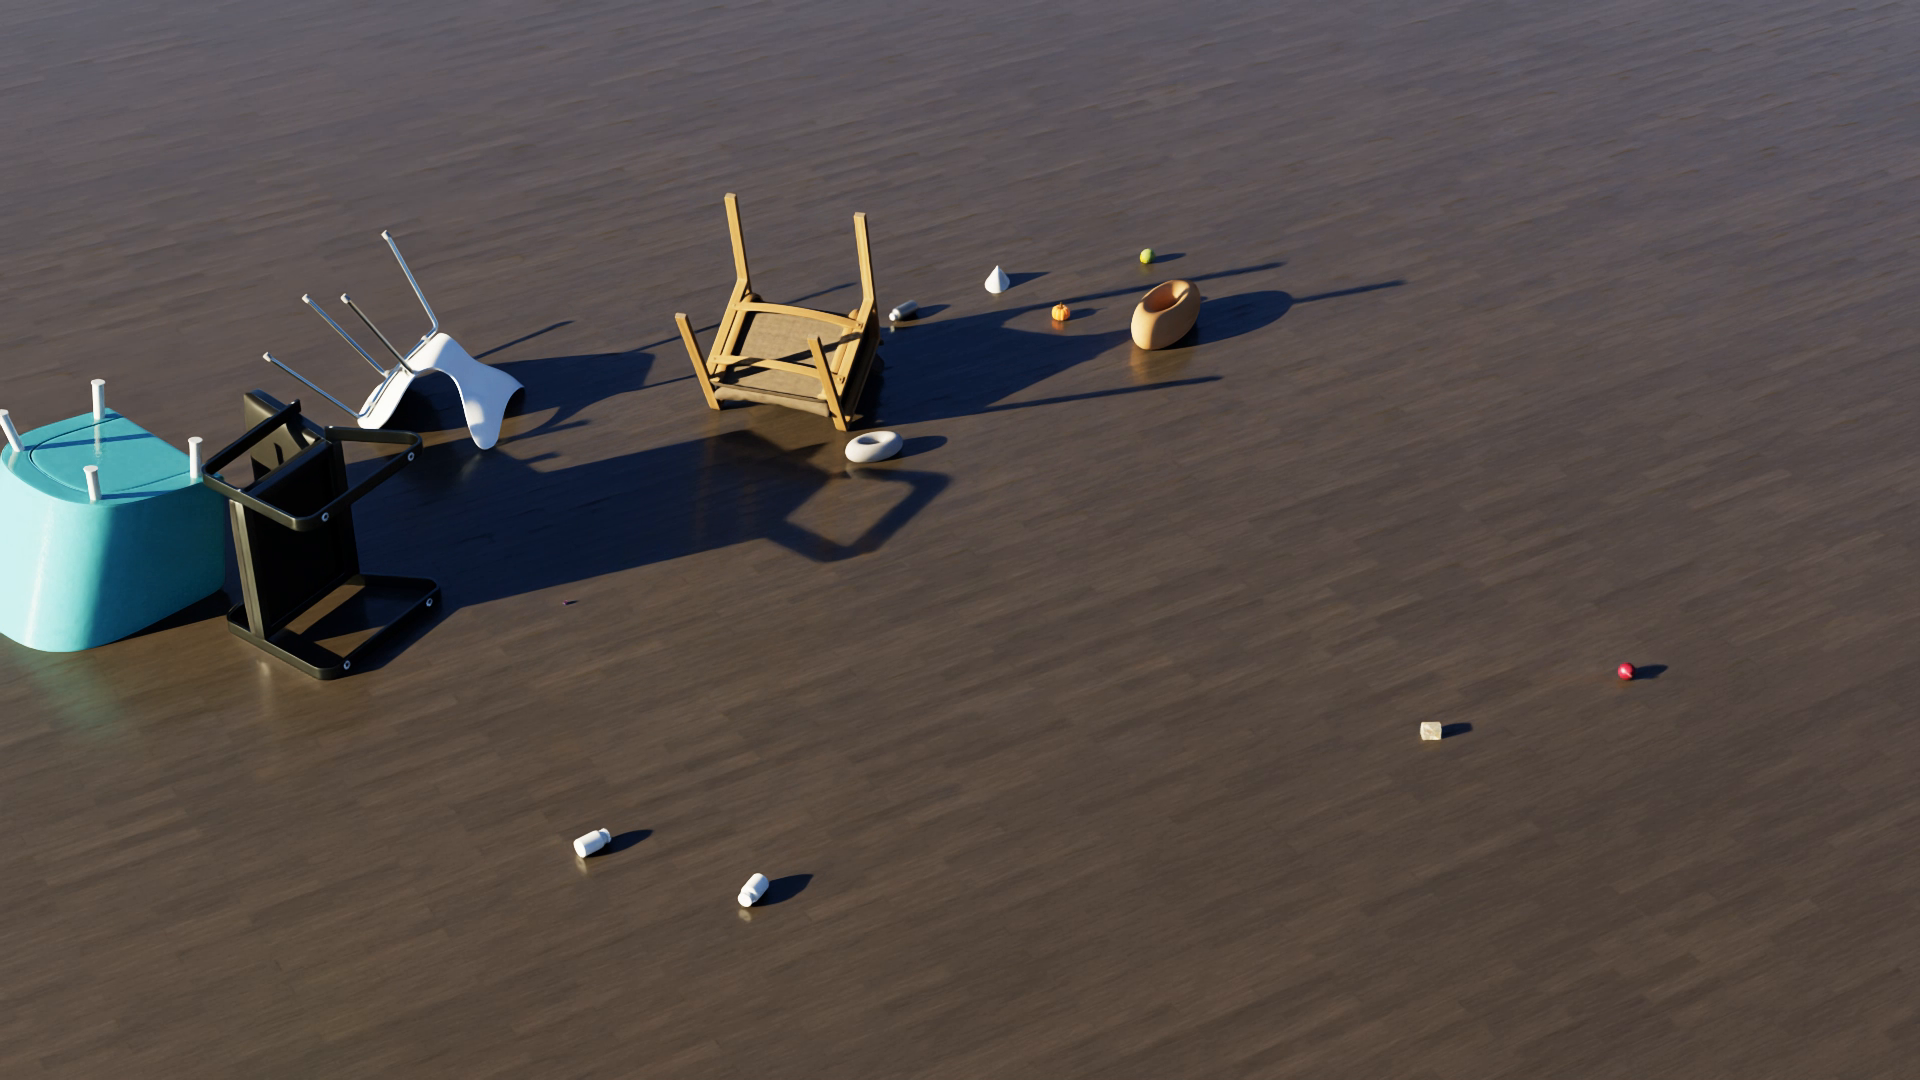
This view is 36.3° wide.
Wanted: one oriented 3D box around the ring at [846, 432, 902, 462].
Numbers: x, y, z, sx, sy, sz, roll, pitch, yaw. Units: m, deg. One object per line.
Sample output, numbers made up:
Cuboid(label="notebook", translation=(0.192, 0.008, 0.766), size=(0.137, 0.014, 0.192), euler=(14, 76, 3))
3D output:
Cuboid(label="ring", translation=(-0.334, -0.363, 11.426), size=(0.241, 0.078, 0.125), euler=(-14, 37, -22))

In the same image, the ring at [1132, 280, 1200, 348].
Cuboid(label="ring", translation=(0.861, -0.942, 12.229), size=(0.223, 0.164, 0.461), euler=(16, 38, 26))

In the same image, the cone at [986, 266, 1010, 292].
Cuboid(label="cone", translation=(0.161, -1.142, 12.598), size=(0.104, 0.087, 0.177), euler=(4, 34, 6))

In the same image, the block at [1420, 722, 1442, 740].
Cuboid(label="block", translation=(1.595, 0.646, 9.925), size=(0.060, 0.043, 0.041), euler=(-1, 33, -2))
